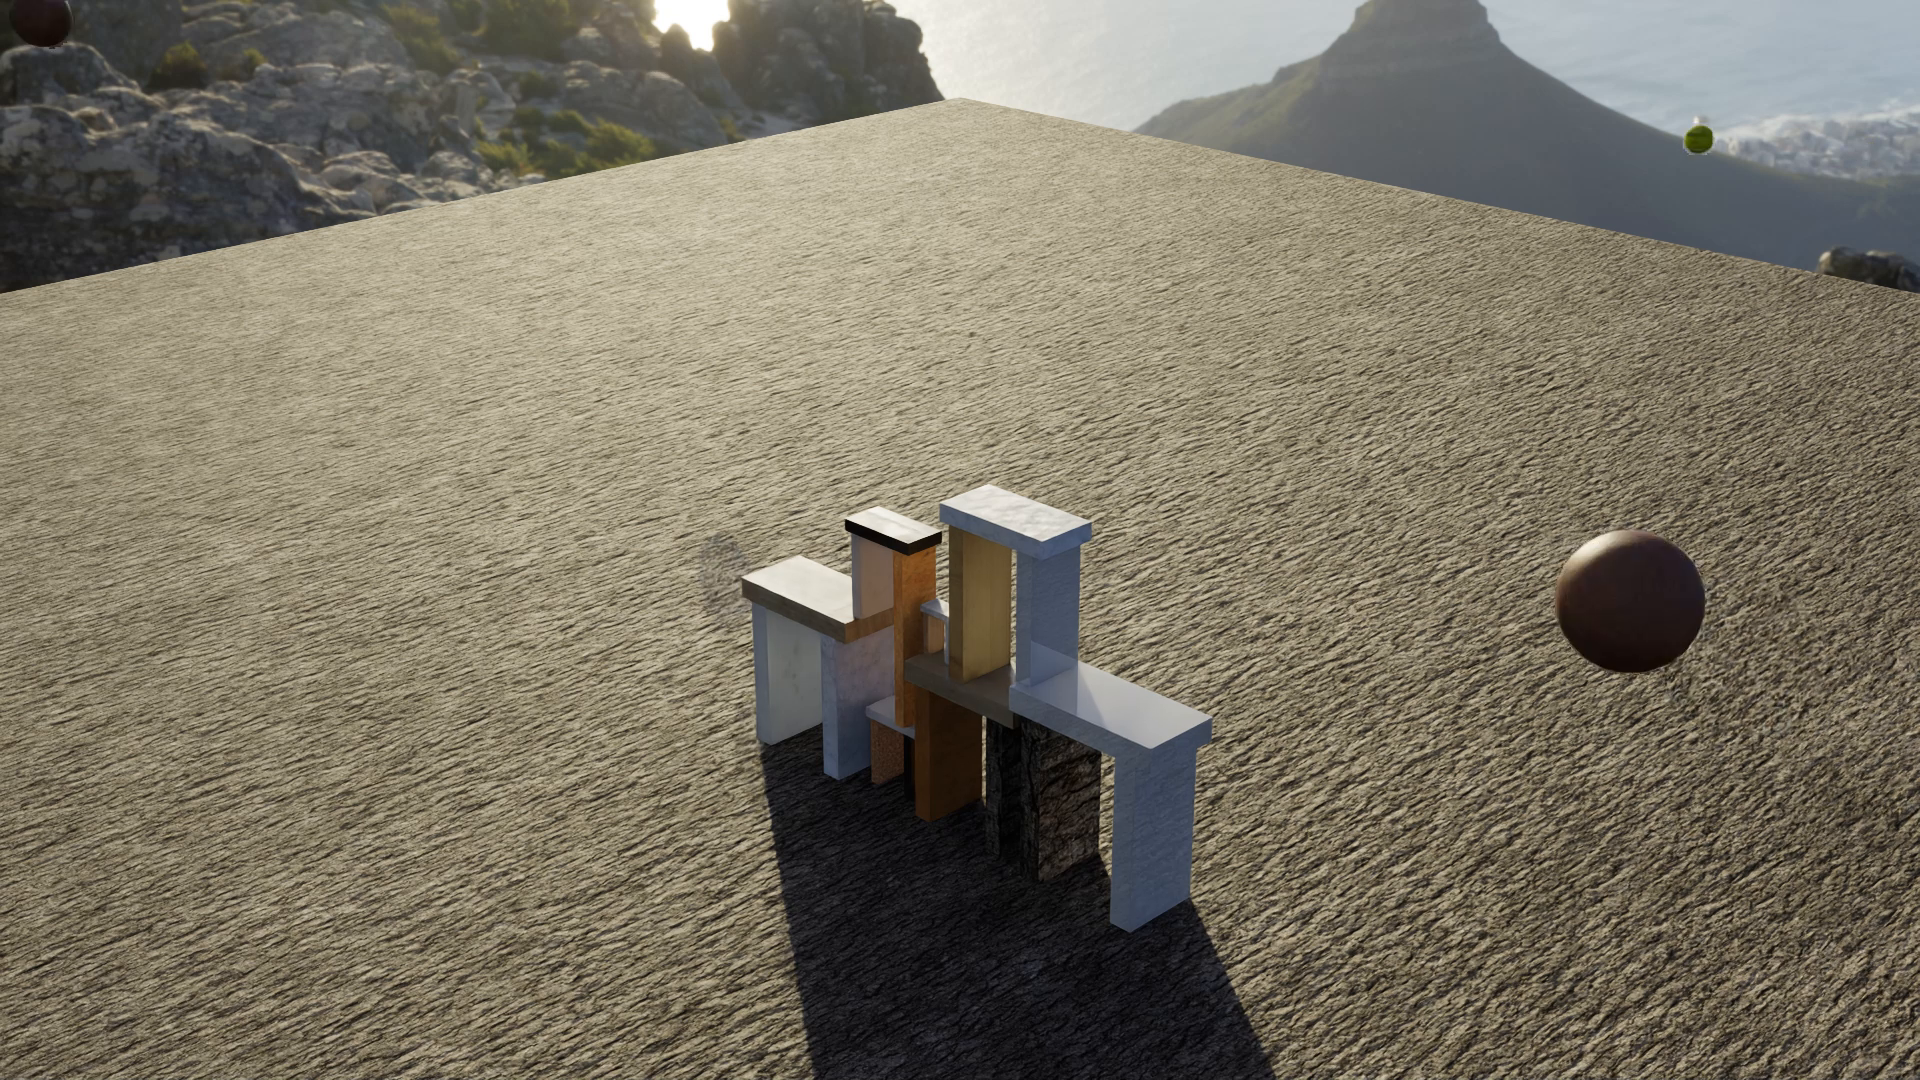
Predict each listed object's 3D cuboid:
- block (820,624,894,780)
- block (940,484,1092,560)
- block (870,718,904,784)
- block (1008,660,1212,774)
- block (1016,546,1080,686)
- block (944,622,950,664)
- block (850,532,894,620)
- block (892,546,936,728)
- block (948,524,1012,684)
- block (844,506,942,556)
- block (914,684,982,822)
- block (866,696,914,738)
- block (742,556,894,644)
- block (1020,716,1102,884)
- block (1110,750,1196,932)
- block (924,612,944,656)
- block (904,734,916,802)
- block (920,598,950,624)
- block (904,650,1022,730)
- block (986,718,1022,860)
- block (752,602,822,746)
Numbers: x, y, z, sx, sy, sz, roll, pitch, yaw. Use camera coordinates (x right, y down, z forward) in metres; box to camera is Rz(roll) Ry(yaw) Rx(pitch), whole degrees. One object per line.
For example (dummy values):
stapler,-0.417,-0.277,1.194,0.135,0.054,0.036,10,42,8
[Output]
block,-0.211,0.323,4.585,0.046,0.325,0.162,21,31,41
block,0.102,-0.035,4.103,0.133,0.038,0.266,-21,31,-41
block,-0.151,0.427,4.566,0.021,0.148,0.074,21,31,41
block,0.275,0.320,4.057,0.346,0.049,0.173,21,31,41
block,0.164,0.129,4.104,0.038,0.266,0.133,21,31,41
block,-0.009,0.196,4.315,0.013,0.091,0.045,21,31,41
block,-0.176,0.061,4.434,0.091,0.183,0.026,-21,31,-41
block,-0.090,0.187,4.395,0.091,0.385,0.026,-21,31,-41
block,0.039,0.106,4.230,0.038,0.322,0.133,21,31,41
block,-0.133,-0.019,4.354,0.091,0.026,0.183,-21,31,-41
block,-0.023,0.406,4.424,0.042,0.297,0.149,21,31,41
block,-0.116,0.363,4.501,0.074,0.021,0.148,-21,31,-41
block,-0.288,0.122,4.583,0.325,0.046,0.162,21,31,41
block,0.194,0.470,4.209,0.049,0.346,0.173,21,31,41
block,0.357,0.534,4.059,0.049,0.346,0.173,21,31,41
block,-0.052,0.179,4.355,0.013,0.091,0.045,21,31,41
block,-0.081,0.454,4.502,0.021,0.148,0.074,21,31,41
block,-0.030,0.140,4.314,0.091,0.013,0.045,21,31,41
block,0.047,0.277,4.293,0.297,0.042,0.148,21,31,41
block,0.118,0.461,4.295,0.042,0.297,0.148,21,31,41
block,-0.364,0.263,4.726,0.046,0.325,0.162,21,31,41
